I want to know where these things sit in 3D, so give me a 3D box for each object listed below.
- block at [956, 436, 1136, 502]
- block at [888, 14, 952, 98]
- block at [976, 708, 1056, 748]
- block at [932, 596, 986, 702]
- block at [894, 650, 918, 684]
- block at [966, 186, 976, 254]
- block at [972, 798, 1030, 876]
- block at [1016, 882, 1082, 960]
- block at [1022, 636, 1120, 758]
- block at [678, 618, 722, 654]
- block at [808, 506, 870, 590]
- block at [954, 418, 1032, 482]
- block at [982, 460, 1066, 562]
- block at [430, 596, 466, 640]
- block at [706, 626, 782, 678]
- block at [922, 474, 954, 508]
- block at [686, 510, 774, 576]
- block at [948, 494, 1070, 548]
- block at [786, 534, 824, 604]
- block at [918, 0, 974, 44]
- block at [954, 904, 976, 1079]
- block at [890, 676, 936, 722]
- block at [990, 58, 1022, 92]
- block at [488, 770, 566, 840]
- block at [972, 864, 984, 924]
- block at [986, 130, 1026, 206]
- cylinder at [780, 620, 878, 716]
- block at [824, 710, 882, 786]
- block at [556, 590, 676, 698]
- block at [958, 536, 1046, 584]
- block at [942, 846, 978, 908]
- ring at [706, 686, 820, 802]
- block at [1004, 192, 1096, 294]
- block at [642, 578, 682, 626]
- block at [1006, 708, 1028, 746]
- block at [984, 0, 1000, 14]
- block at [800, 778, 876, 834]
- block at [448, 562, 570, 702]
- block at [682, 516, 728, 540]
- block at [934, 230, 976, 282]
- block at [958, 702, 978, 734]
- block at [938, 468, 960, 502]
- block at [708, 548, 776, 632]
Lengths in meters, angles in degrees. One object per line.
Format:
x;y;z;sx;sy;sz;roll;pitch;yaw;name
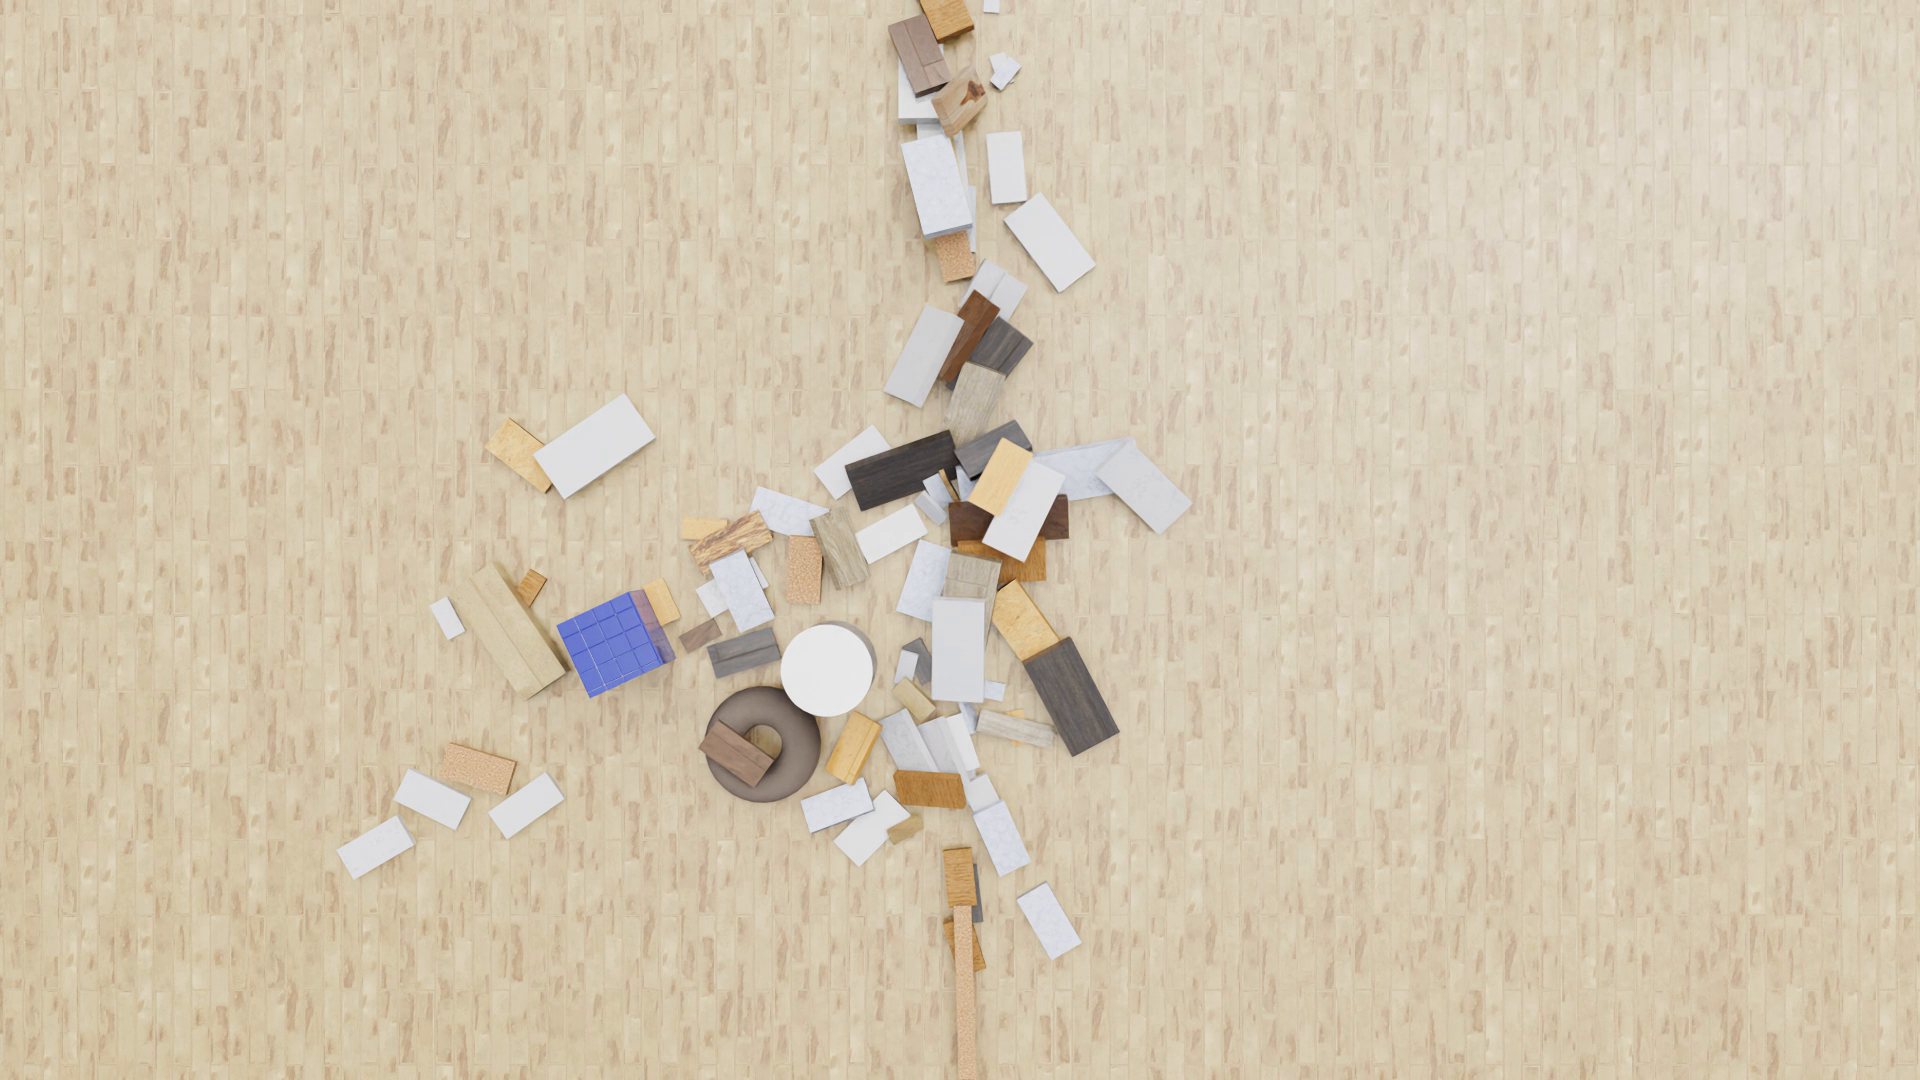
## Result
0.292;-0.207;5.446;0.594;0.048;0.170;-10;112;0;block
-0.130;-1.592;5.422;0.131;0.037;0.262;-20;77;-5;block
0.185;0.625;5.467;0.261;0.021;0.072;14;86;-9;block
-0.003;0.360;5.413;0.170;0.048;0.340;3;104;9;block
-0.177;0.426;5.472;0.058;0.016;0.116;15;107;6;block
-0.003;-1.066;5.485;0.109;0.031;0.219;1;90;0;block
0.136;0.985;5.457;0.116;0.033;0.231;-24;100;-6;block
0.295;1.264;5.484;0.116;0.033;0.231;-30;90;0;block
0.366;0.517;5.437;0.180;0.051;0.359;-28;102;0;block
-0.863;0.319;5.491;0.130;0.018;0.065;-29;90;0;block
-0.395;0.027;5.439;0.125;0.035;0.250;-24;96;-35;block
0.108;-0.293;5.394;0.232;0.033;0.116;-27;67;-9;block
0.207;-0.101;5.378;0.153;0.043;0.311;26;91;-3;block
-1.704;0.261;5.491;0.065;0.018;0.130;-28;90;0;block
-0.717;0.374;5.484;0.224;0.032;0.112;-17;90;0;block
-0.071;-0.159;5.462;0.059;0.017;0.118;-26;119;3;block
-0.759;0.008;5.456;0.265;0.032;0.112;-27;93;3;block
0.161;-0.064;5.445;0.392;0.041;0.144;-4;115;-2;block
-0.513;0.099;5.464;0.112;0.032;0.223;4;100;1;block
-0.064;-1.784;5.458;0.131;0.037;0.262;-23;80;0;block
0.021;1.626;5.461;0.058;0.016;0.850;-2;94;0;block
-0.153;0.527;5.475;0.145;0.021;0.072;44;108;-3;block
0.151;-1.548;5.478;0.052;0.015;0.104;40;90;0;block
-1.439;0.881;5.485;0.233;0.031;0.109;-35;90;0;block
0.020;1.180;5.487;0.095;0.027;0.189;-7;90;0;block
0.154;-1.236;5.484;0.116;0.033;0.232;-5;90;0;block
-0.421;0.413;5.355;0.291;0.291;0.291;0;90;0;cylinder
-0.352;0.689;5.464;0.109;0.031;0.219;26;90;24;block
-1.114;0.334;5.372;0.256;0.256;0.256;-25;90;0;block
0.139;0.069;5.453;0.287;0.041;0.144;-3;114;0;block
0.000;1.117;5.460;0.095;0.027;0.189;-6;90;0;block
-0.650;0.674;5.437;0.386;0.129;0.386;0;91;1;ring
0.298;-0.986;5.478;0.153;0.043;0.305;-37;90;0;block
-0.992;0.205;5.490;0.073;0.021;0.146;-25;90;0;block
0.193;0.624;5.492;0.059;0.017;0.117;-11;90;0;block
0.106;-1.808;5.493;0.052;0.015;0.104;3;90;0;block
-0.405;0.880;5.463;0.224;0.032;0.112;-21;71;2;block
-1.490;0.303;5.463;0.180;0.051;0.437;-34;90;8;block
-0.848;-0.036;5.490;0.146;0.021;0.073;5;90;0;block
-0.024;-0.972;5.451;0.109;0.031;0.219;-13;98;2;block
0.032;0.580;5.471;0.017;0.059;0.117;-20;90;30;block
-0.032;-0.173;5.440;0.017;0.059;0.118;-26;128;6;block
-0.719;0.167;5.445;0.125;0.035;0.250;-23;102;-1;block
